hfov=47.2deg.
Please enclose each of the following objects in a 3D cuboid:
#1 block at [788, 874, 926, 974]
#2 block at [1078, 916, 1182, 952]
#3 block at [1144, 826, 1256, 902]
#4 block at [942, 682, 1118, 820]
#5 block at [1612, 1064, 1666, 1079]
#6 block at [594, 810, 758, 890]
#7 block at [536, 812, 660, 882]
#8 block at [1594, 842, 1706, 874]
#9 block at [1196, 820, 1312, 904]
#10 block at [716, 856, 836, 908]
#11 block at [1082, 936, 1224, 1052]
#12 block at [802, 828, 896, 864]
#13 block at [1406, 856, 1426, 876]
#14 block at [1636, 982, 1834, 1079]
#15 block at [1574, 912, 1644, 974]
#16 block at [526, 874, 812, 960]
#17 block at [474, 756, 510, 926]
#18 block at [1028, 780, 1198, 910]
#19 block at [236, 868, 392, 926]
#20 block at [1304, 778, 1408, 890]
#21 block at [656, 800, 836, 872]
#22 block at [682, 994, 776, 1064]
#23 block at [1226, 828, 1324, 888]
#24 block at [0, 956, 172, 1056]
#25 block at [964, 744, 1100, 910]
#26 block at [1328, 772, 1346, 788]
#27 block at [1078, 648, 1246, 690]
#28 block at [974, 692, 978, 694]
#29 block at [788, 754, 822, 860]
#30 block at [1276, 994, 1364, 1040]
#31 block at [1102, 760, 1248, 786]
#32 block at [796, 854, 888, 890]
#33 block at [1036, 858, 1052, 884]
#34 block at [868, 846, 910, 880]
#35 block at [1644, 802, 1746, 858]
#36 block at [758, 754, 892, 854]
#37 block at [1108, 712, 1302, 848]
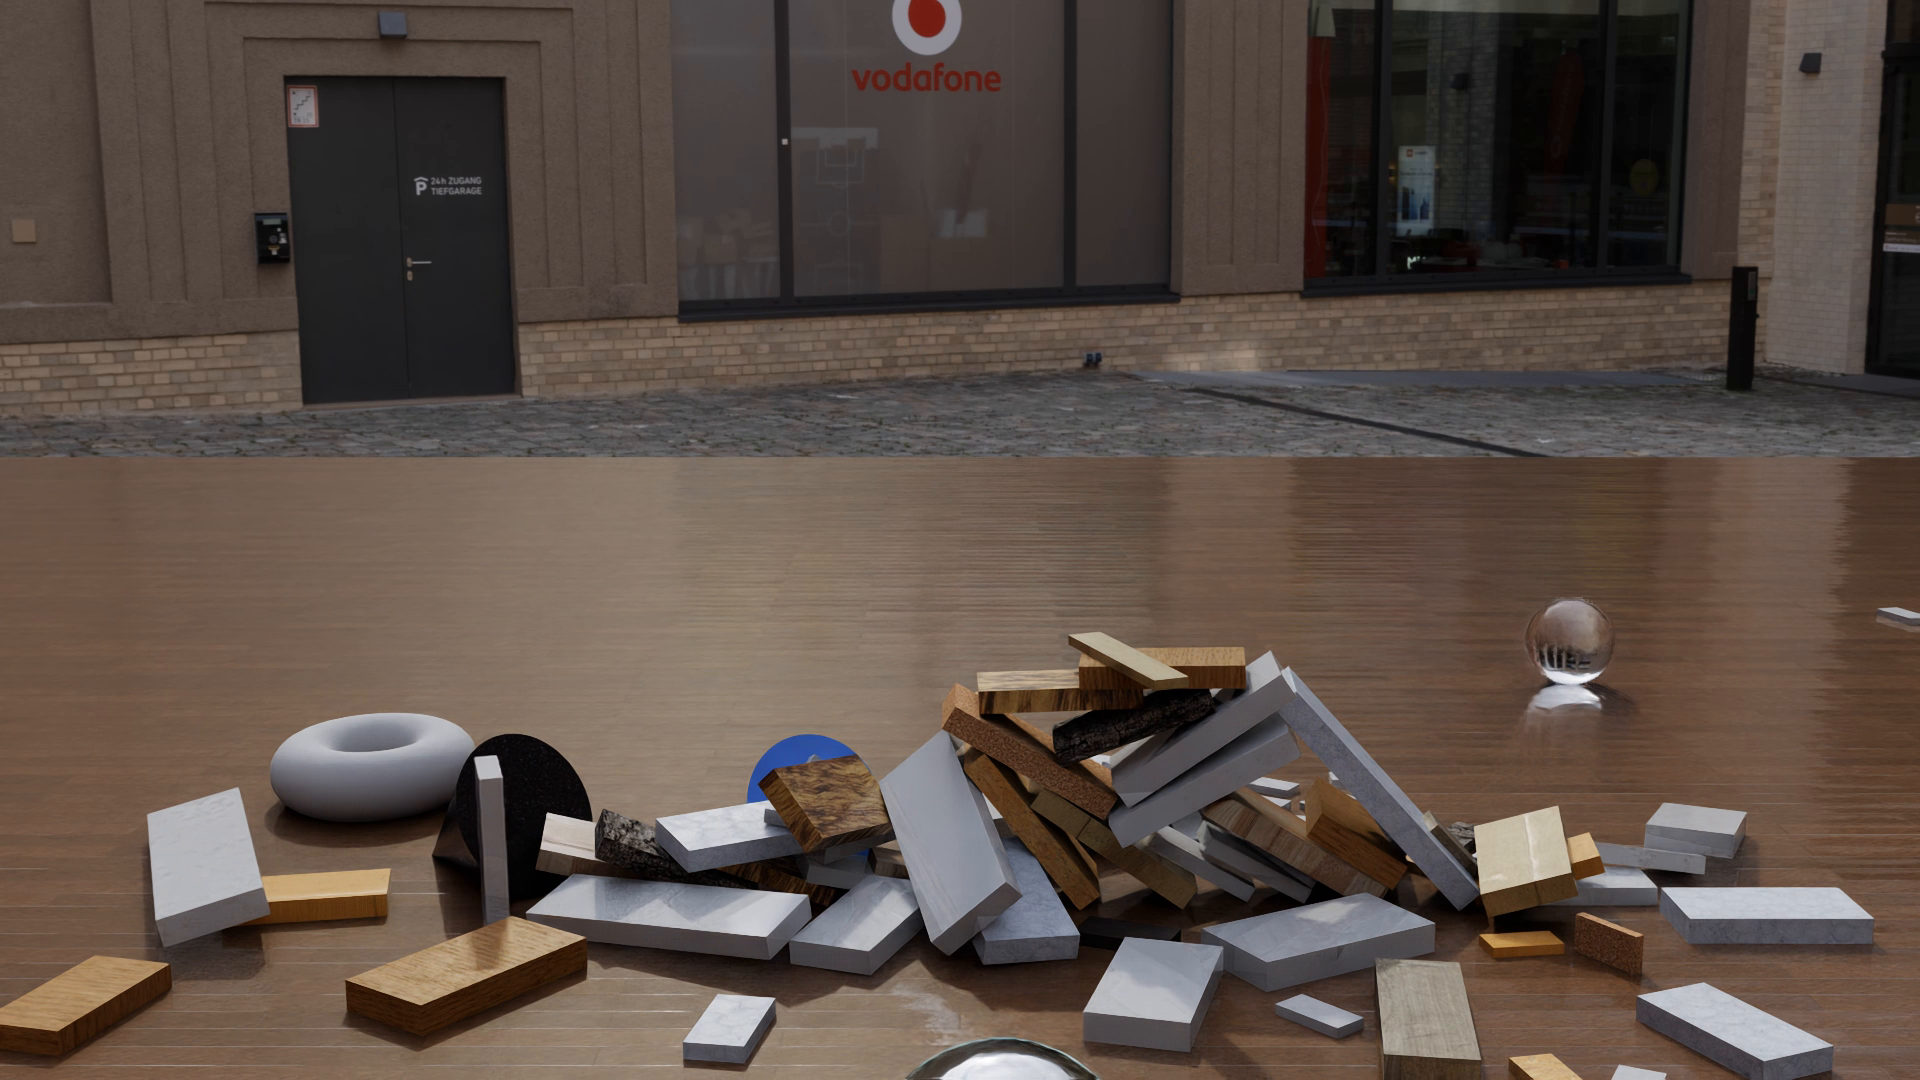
[{"bbox_3d":[-0.142,0.601,3.449,0.137,0.039,0.274,3,14,24],"label":"block"},{"bbox_3d":[0.261,0.621,3.443,0.152,0.022,0.076,5,11,23],"label":"block"},{"bbox_3d":[0.398,0.532,3.664,0.191,0.027,0.095,29,10,-4],"label":"block"},{"bbox_3d":[0.113,0.346,3.621,0.304,0.043,0.152,30,10,-6],"label":"block"},{"bbox_3d":[0.885,0.726,2.888,0.062,0.018,0.124,5,12,27],"label":"block"},{"bbox_3d":[-0.463,0.522,3.586,0.267,0.038,0.134,22,8,-14],"label":"block"},{"bbox_3d":[-0.565,0.528,3.659,0.267,0.038,0.134,14,17,-10],"label":"block"},{"bbox_3d":[1.148,0.538,3.746,0.213,0.030,0.107,6,-4,7],"label":"block"},{"bbox_3d":[0.488,0.534,3.654,0.191,0.027,0.095,28,8,-7],"label":"block"},{"bbox_3d":[-0.314,0.542,3.624,0.211,0.030,0.105,22,5,-17],"label":"block"},{"bbox_3d":[0.284,0.656,3.195,0.151,0.043,0.302,3,11,15],"label":"block"},{"bbox_3d":[-0.189,0.488,3.693,0.105,0.030,0.211,18,20,39],"label":"block"},{"bbox_3d":[0.803,0.559,3.792,0.059,0.017,0.117,-8,13,-38],"label":"block"},{"bbox_3d":[1.075,0.685,3.062,0.123,0.035,0.247,-5,12,-24],"label":"block"},{"bbox_3d":[0.992,0.616,3.365,0.017,0.059,0.118,-7,12,-32],"label":"block"},{"bbox_3d":[-0.458,0.587,3.442,0.437,0.039,0.137,1,19,25],"label":"block"},{"bbox_3d":[-0.747,0.487,3.513,0.037,0.258,0.129,-4,11,-15],"label":"block"},{"bbox_3d":[0.252,0.487,3.652,0.304,0.043,0.152,34,9,-5],"label":"block"},{"bbox_3d":[-1.067,0.584,3.599,0.258,0.037,0.129,-2,11,-11],"label":"block"},{"bbox_3d":[0.671,0.496,3.747,0.163,0.046,0.327,32,8,5],"label":"block"},{"bbox_3d":[-0.344,0.475,3.571,0.267,0.038,0.134,-6,19,-30],"label":"block"},{"bbox_3d":[-0.322,0.685,3.090,0.086,0.024,0.173,2,11,10],"label":"block"},{"bbox_3d":[0.531,0.517,3.700,0.191,0.027,0.095,34,9,21],"label":"block"},{"bbox_3d":[-1.267,0.666,3.159,0.129,0.037,0.258,3,11,15],"label":"block"},{"bbox_3d":[0.119,0.460,3.639,0.043,0.304,0.152,-38,8,7],"label":"block"},{"bbox_3d":[0.775,0.468,4.286,0.106,0.015,0.053,1,11,3],"label":"block"},{"bbox_3d":[0.330,0.209,3.583,0.266,0.038,0.133,-1,10,6],"label":"block"},{"bbox_3d":[0.067,0.351,4.908,0.062,0.018,0.124,8,13,37],"label":"block"},{"bbox_3d":[-0.260,0.460,3.741,0.024,0.086,0.173,-33,22,56],"label":"block"},{"bbox_3d":[0.513,0.680,3.140,0.058,0.016,0.115,-9,14,-40],"label":"block"},{"bbox_3d":[0.396,0.448,4.057,0.162,0.046,0.325,15,4,28],"label":"block"},{"bbox_3d":[-0.160,0.553,3.649,0.211,0.030,0.105,12,7,-15],"label":"block"},{"bbox_3d":[0.067,0.550,3.638,0.167,0.024,0.084,12,33,-4],"label":"block"},{"bbox_3d":[-0.065,0.547,3.661,0.167,0.024,0.084,12,7,-12],"label":"block"},{"bbox_3d":[1.298,0.510,3.874,0.144,0.041,0.288,5,3,24],"label":"block"},{"bbox_3d":[-0.207,0.425,3.567,0.137,0.039,0.274,53,20,17],"label":"block"},{"bbox_3d":[0.393,0.381,3.575,0.323,0.046,0.162,-29,10,8],"label":"block"}]
